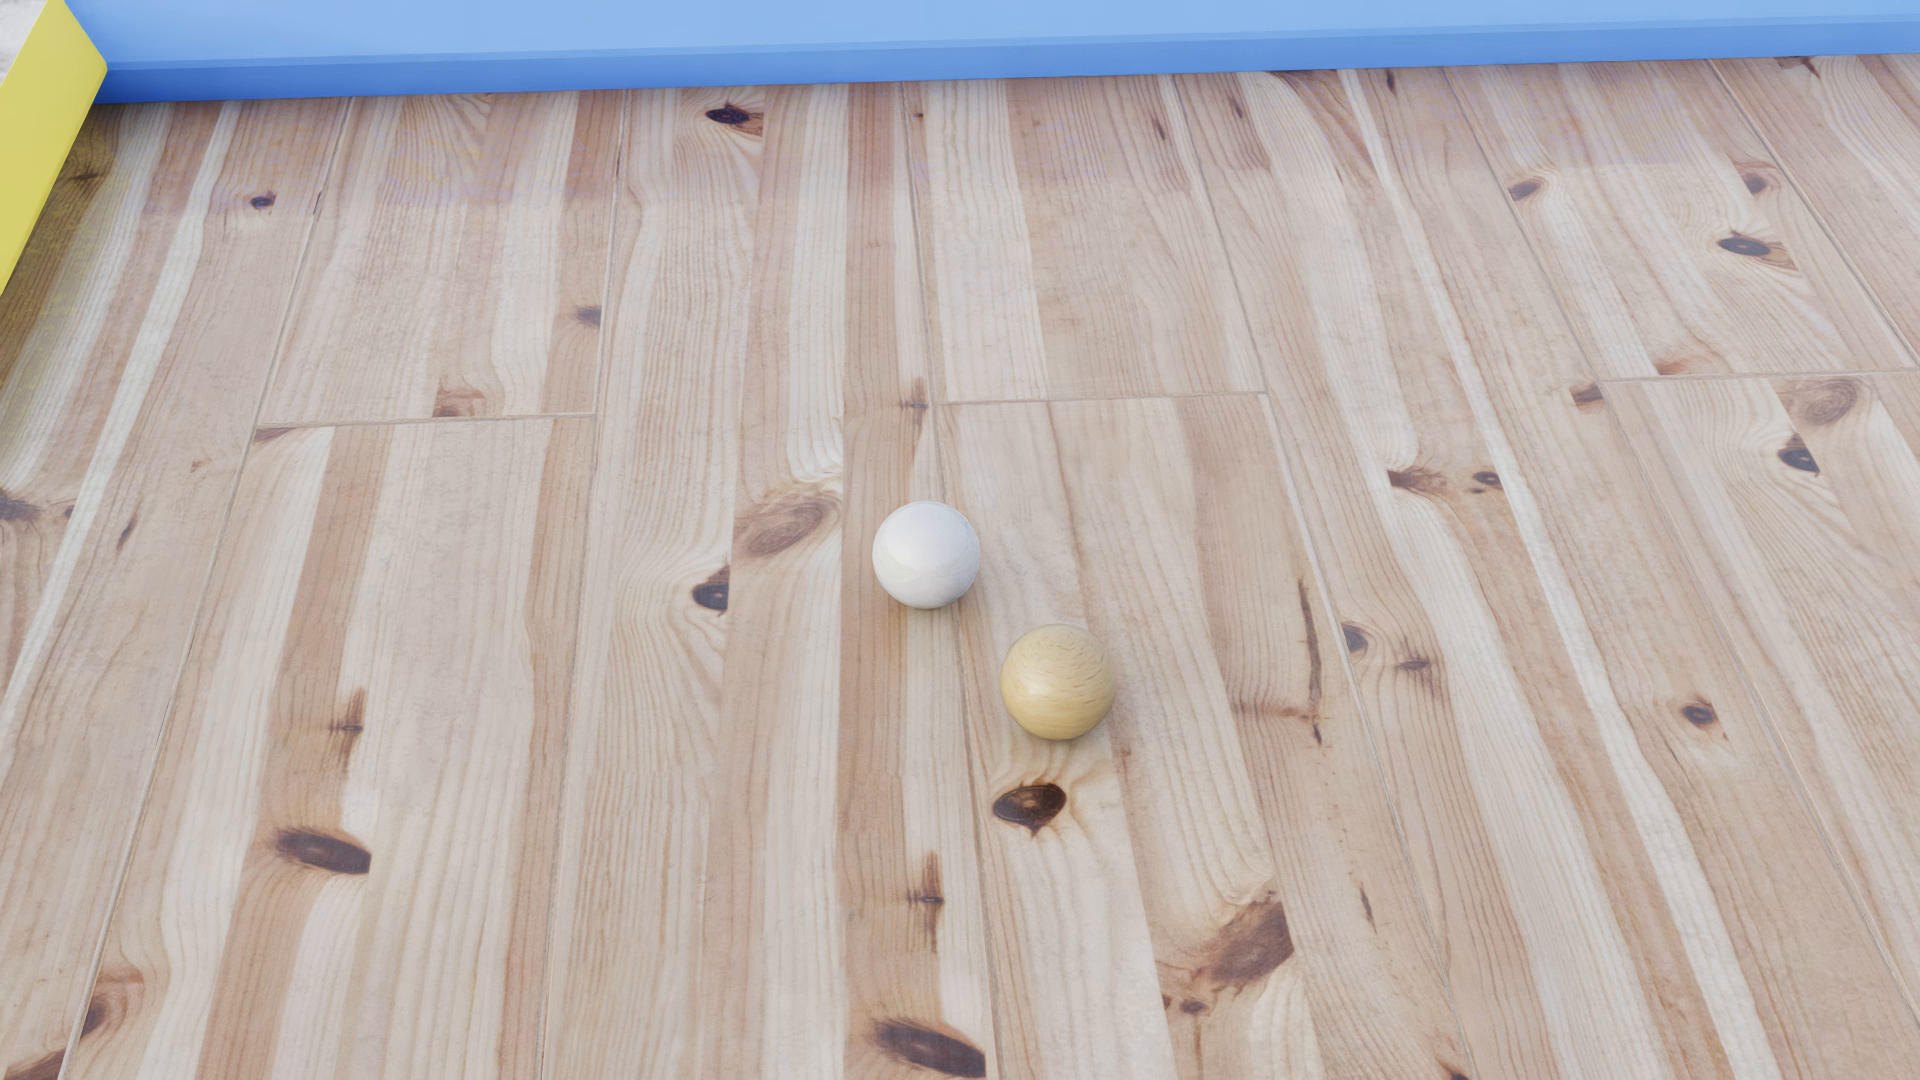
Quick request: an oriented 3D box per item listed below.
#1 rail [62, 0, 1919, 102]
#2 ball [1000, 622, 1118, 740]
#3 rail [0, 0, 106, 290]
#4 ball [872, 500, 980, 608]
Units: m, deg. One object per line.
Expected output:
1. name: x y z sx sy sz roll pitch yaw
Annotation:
1. rail: 0.699 -0.482 2.341 2.995 0.110 0.045 -2 36 -3
2. ball: 0.061 0.087 1.583 0.073 0.073 0.073 0 36 0
3. rail: -0.724 0.011 1.656 0.045 0.110 1.551 -2 36 -3
4. ball: -0.022 0.010 1.692 0.071 0.071 0.071 0 36 0
